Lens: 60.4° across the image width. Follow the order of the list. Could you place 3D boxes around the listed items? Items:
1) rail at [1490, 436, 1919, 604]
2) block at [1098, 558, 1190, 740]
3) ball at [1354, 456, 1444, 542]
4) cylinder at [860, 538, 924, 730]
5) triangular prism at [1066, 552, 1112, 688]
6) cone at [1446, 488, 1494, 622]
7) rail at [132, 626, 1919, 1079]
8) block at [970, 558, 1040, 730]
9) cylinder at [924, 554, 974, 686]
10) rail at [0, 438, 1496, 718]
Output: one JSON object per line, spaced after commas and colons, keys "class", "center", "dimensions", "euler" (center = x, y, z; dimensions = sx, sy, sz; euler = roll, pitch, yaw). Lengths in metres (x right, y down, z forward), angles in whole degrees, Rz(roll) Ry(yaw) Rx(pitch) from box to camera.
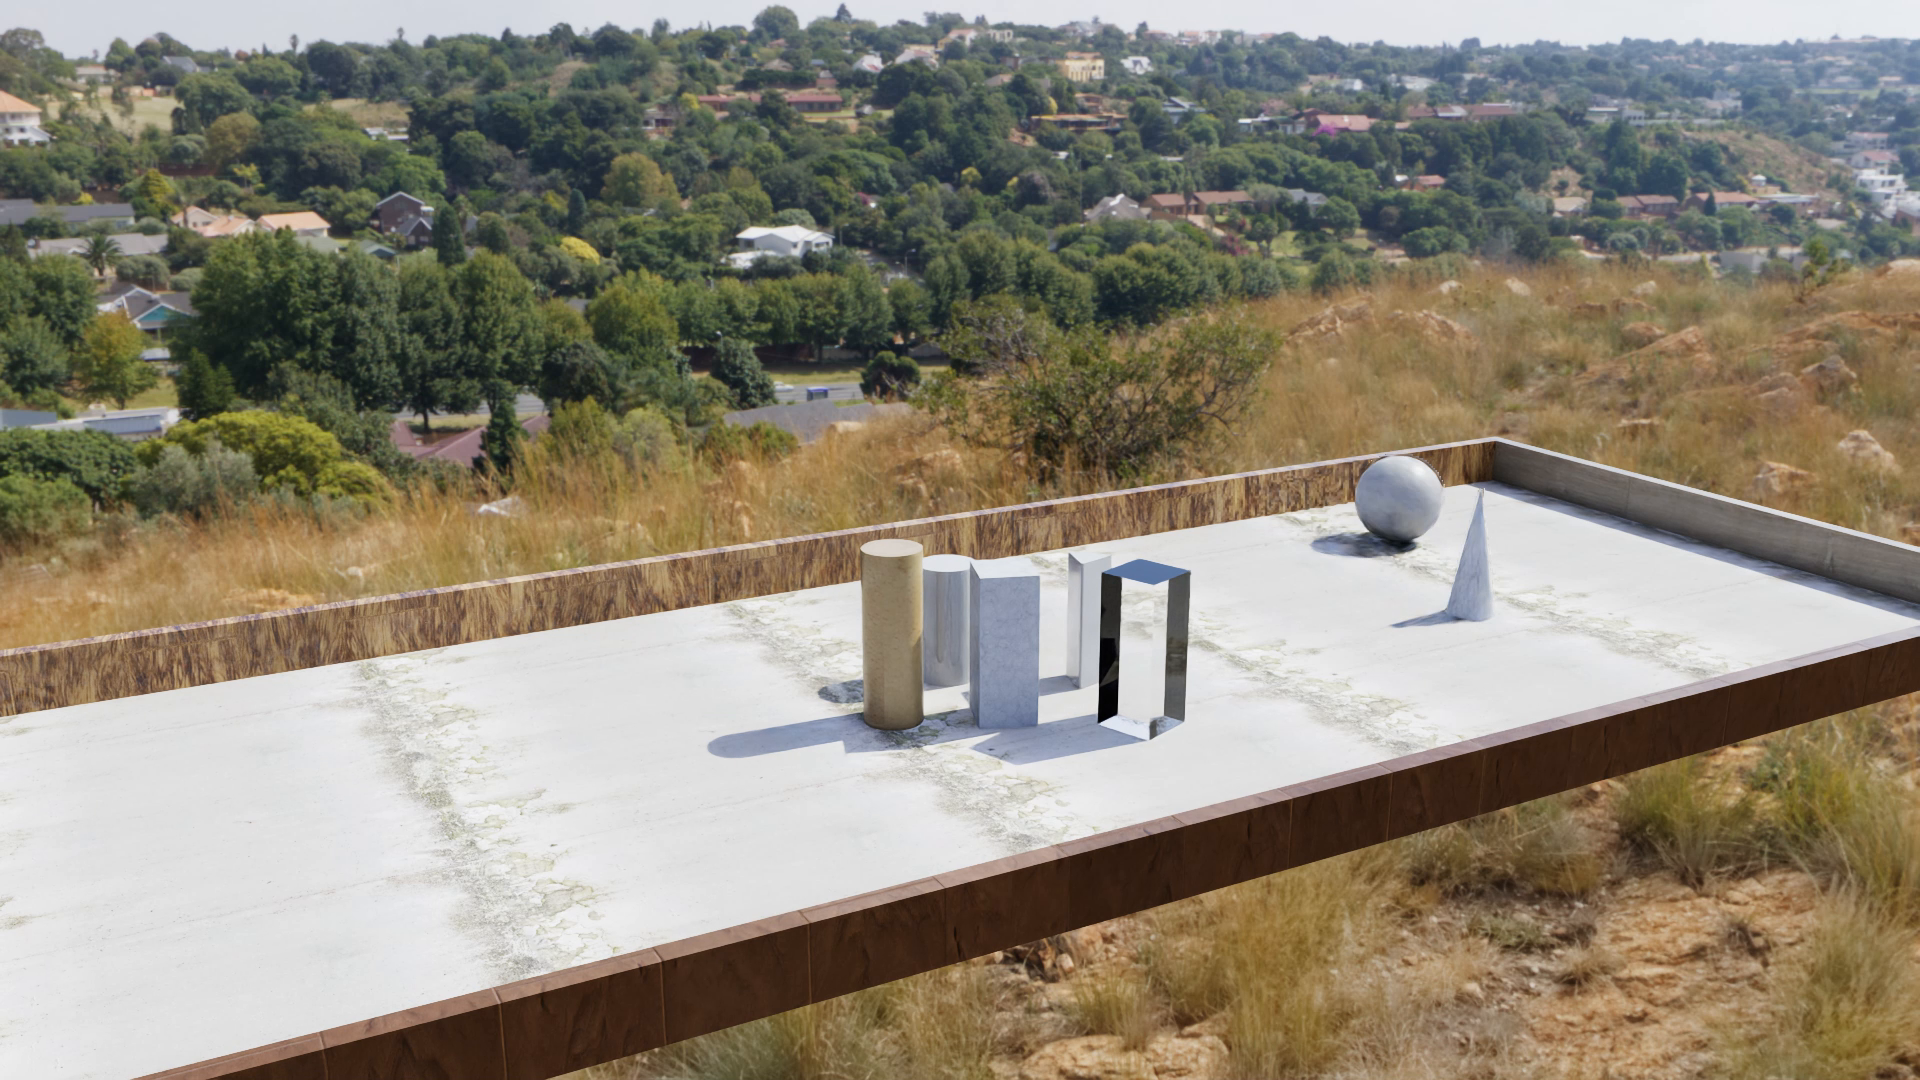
{"class": "rail", "center": [2.466, -0.048, 5.253], "dimensions": [0.050, 0.150, 2.100], "euler": [-9, 18, -27]}
{"class": "block", "center": [0.427, 0.252, 3.833], "dimensions": [0.146, 0.375, 0.146], "euler": [14, 21, 39]}
{"class": "ball", "center": [1.414, -0.134, 5.316], "dimensions": [0.278, 0.278, 0.278], "euler": [0, 16, 0]}
{"class": "cylinder", "center": [-0.157, 0.221, 3.851], "dimensions": [0.144, 0.424, 0.144], "euler": [0, 16, 0]}
{"class": "triangular prism", "center": [0.303, 0.194, 4.114], "dimensions": [0.106, 0.327, 0.092], "euler": [-15, 22, -42]}
{"class": "cone", "center": [1.437, 0.029, 4.595], "dimensions": [0.132, 0.372, 0.132], "euler": [0, 16, 0]}
{"class": "rail", "center": [-2.336, 1.006, 1.665], "dimensions": [12.000, 0.150, 0.050], "euler": [-9, 18, -27]}
{"class": "block", "center": [0.103, 0.242, 3.873], "dimensions": [0.140, 0.370, 0.140], "euler": [-3, 17, -9]}
{"class": "cylinder", "center": [-0.032, 0.201, 4.138], "dimensions": [0.147, 0.300, 0.147], "euler": [0, 16, 0]}
{"class": "rail", "center": [-3.305, 0.497, 3.399], "dimensions": [12.000, 0.150, 0.050], "euler": [-9, 18, -27]}
